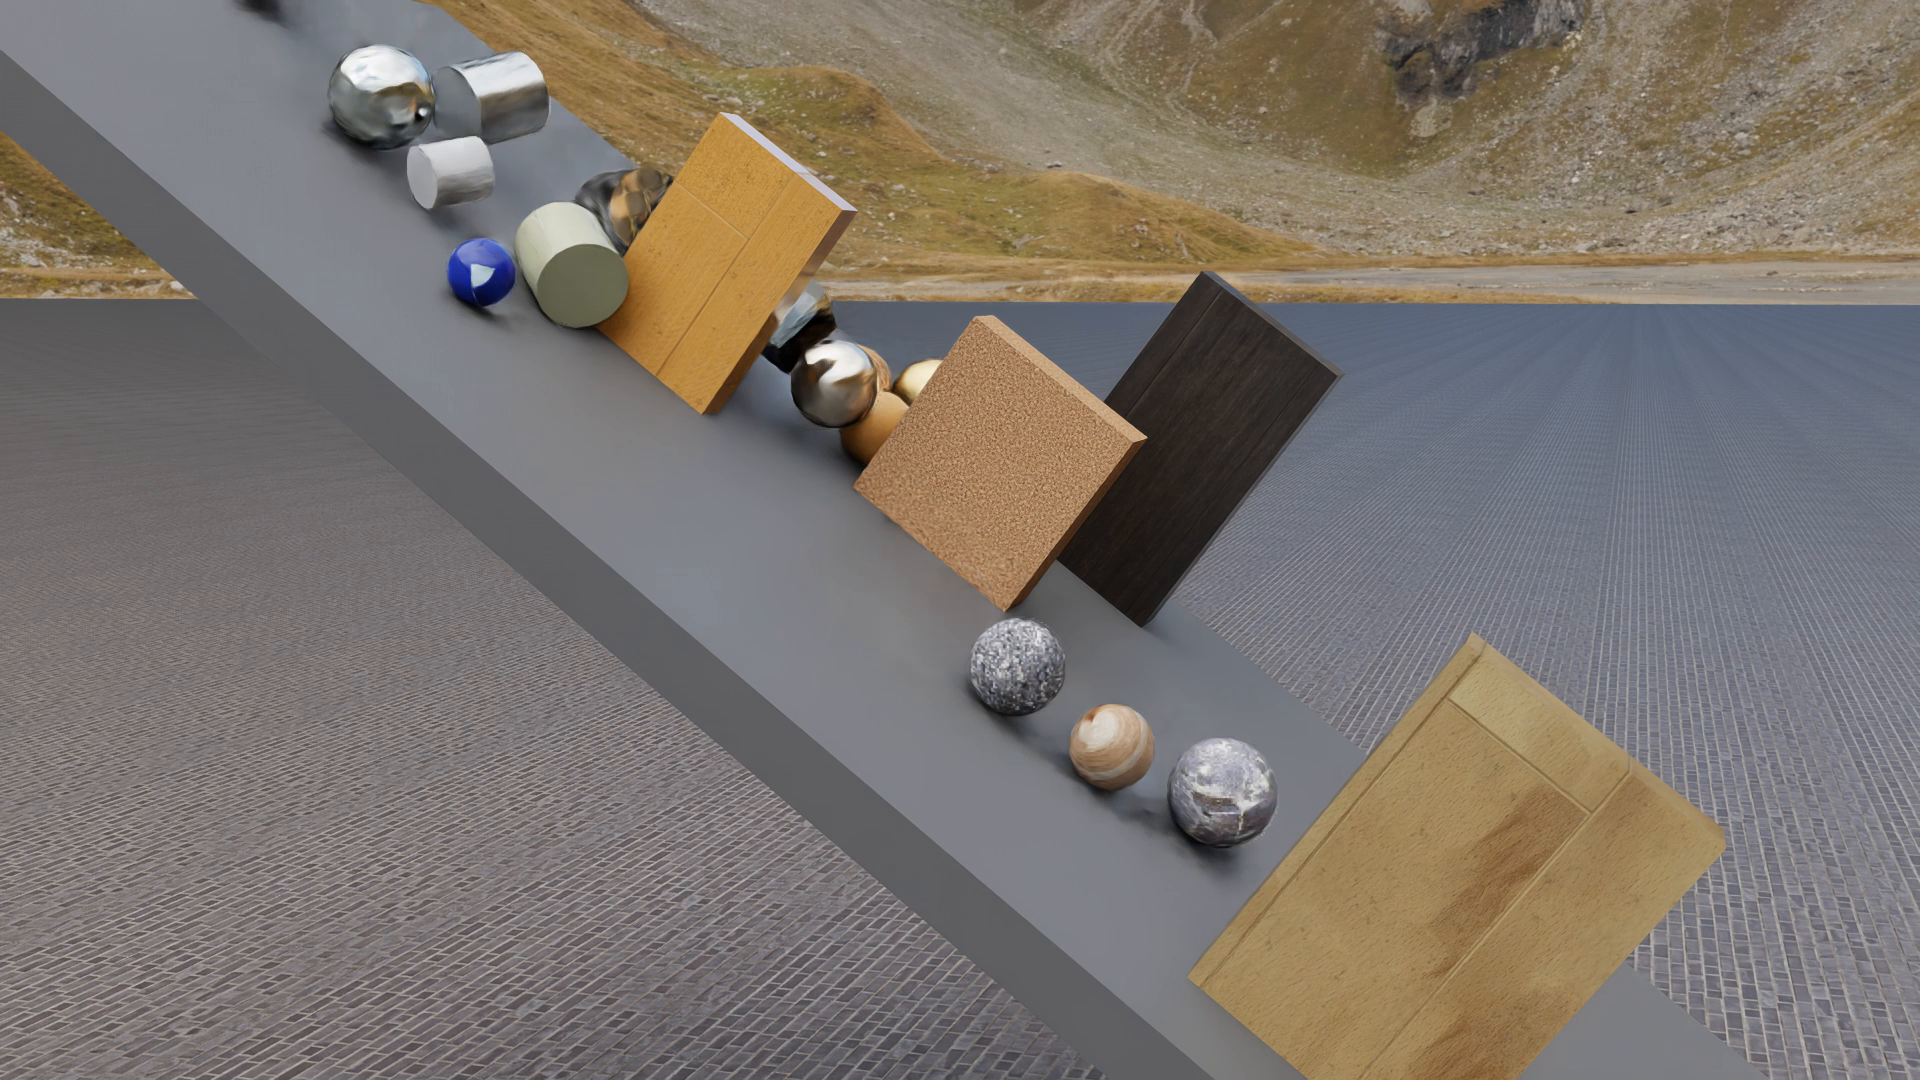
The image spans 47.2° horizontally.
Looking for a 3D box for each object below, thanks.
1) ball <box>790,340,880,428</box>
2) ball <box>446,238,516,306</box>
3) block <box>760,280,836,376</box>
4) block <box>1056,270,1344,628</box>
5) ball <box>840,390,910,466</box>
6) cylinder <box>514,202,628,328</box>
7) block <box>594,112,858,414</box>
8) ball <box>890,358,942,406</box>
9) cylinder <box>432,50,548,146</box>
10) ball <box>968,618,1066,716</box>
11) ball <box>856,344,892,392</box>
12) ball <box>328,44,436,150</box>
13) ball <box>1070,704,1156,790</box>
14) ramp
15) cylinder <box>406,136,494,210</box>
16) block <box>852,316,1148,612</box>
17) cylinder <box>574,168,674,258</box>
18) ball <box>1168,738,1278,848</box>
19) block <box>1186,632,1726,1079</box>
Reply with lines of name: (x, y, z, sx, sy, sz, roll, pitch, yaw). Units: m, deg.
ball: (-0.238, -0.297, 4.185, 0.169, 0.169, 0.169, 0, 7, 0)
ball: (-0.801, -0.448, 3.681, 0.113, 0.113, 0.113, 0, 7, 0)
block: (-0.349, -0.443, 4.290, 0.143, 0.143, 0.143, 39, -15, 18)
block: (0.451, -0.188, 4.579, 0.349, 0.662, 0.119, 39, 16, 9)
ball: (-0.161, -0.217, 4.308, 0.151, 0.151, 0.151, 0, 7, 0)
cylinder: (-0.696, -0.493, 3.933, 0.166, 0.166, 0.166, -3, 35, -26)
block: (-0.434, -0.496, 3.967, 0.288, 0.454, 0.082, 39, 16, 9)
ball: (-0.055, -0.281, 4.486, 0.179, 0.179, 0.179, 0, 7, 0)
cylinder: (-0.931, -0.867, 4.343, 0.167, 0.167, 0.167, 6, 24, 42)
ball: (0.094, 0.209, 3.618, 0.160, 0.160, 0.160, 0, 7, 0)
ball: (-0.217, -0.322, 4.481, 0.154, 0.154, 0.154, 0, 7, 0)
ball: (-1.058, -0.811, 4.026, 0.191, 0.191, 0.191, 0, 7, 0)
ball: (0.250, 0.339, 3.610, 0.141, 0.141, 0.141, 0, 7, 0)
ramp: (-0.052, 0.112, 4.064, 4.000, 0.100, 2.000, 39, 16, 9)
cylinder: (-0.915, -0.660, 3.950, 0.114, 0.114, 0.114, -19, 17, -35)
block: (0.073, -0.146, 4.135, 0.377, 0.403, 0.123, 39, 16, 9)
cylinder: (-0.633, -0.628, 4.228, 0.165, 0.165, 0.165, -5, 7, -34)
ball: (0.440, 0.424, 3.692, 0.185, 0.185, 0.185, 0, 7, 0)
block: (0.695, 0.518, 3.126, 0.436, 0.638, 0.110, 39, 16, 9)
